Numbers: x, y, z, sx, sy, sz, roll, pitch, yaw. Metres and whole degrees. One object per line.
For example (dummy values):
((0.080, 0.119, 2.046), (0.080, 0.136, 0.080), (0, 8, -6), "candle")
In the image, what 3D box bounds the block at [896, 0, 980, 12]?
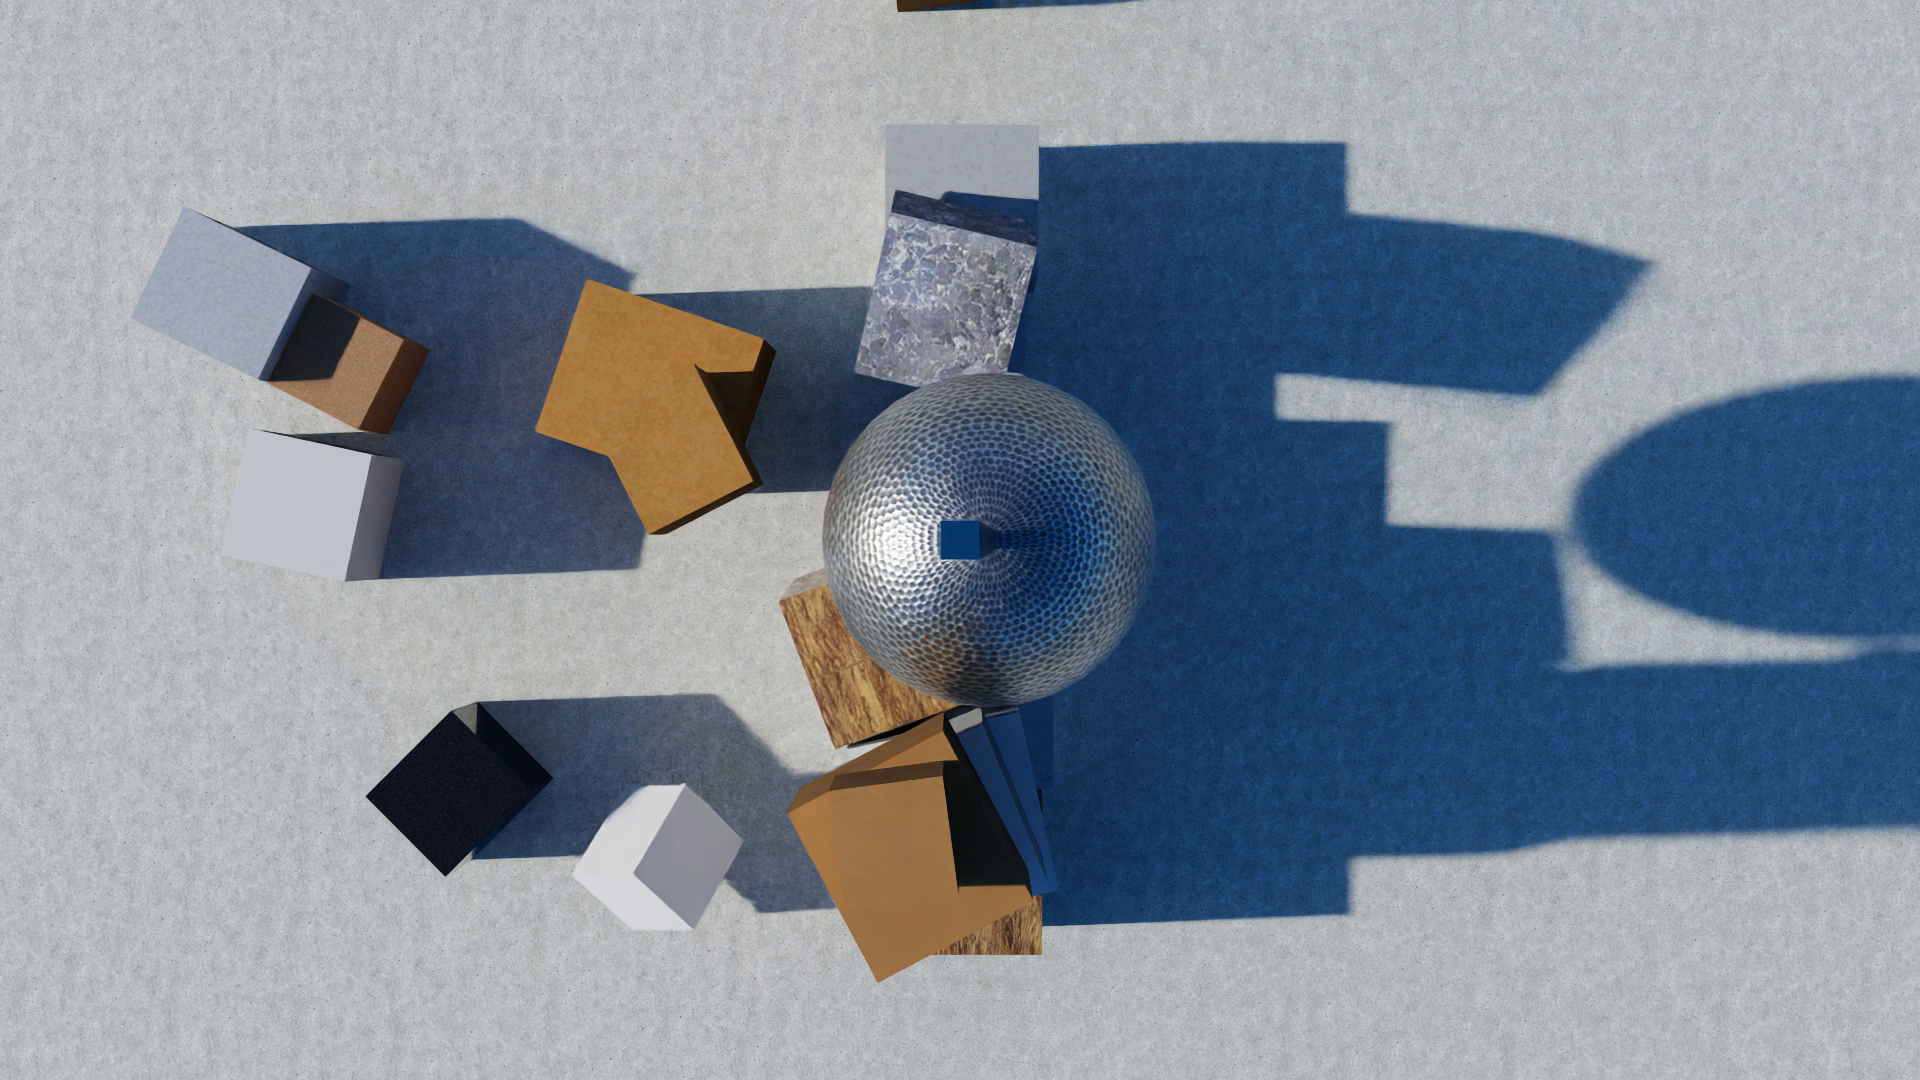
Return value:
((-0.105, -3.457, 12.697), (0.616, 0.605, 0.597), (-8, 90, 0), "block")

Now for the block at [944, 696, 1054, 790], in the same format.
((-0.017, 0.854, 12.551), (1.066, 0.898, 1.026), (0, 90, 0), "block")

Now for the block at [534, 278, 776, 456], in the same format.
((-1.720, -0.858, 12.588), (1.036, 0.823, 0.895), (19, 90, 0), "block")

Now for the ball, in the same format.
((0.137, 0.000, 10.512), (1.600, 1.600, 1.600), (0, 90, 0), "ball")

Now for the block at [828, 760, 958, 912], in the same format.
((-0.278, 1.264, 9.453), (0.482, 0.492, 0.511), (-8, 92, 0), "block")

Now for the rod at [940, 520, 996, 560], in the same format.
((0.059, 0.000, 7.112), (0.080, 5.200, 0.080), (0, 90, 1), "rod")

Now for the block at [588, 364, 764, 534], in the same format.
((-1.517, -0.478, 11.857), (0.617, 0.639, 0.695), (-27, 90, 0), "block")

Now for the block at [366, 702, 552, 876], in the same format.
((-2.871, 1.423, 12.668), (0.684, 0.664, 0.640), (-45, 90, 0), "block")

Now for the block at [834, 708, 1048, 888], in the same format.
((-0.109, 1.399, 10.891), (0.808, 0.815, 0.815), (-22, 92, 1), "block")

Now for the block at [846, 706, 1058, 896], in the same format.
((-0.038, 1.427, 11.702), (0.911, 0.804, 0.944), (-12, 92, 0), "block")

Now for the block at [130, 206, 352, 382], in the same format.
((-4.103, -1.371, 12.602), (0.788, 0.796, 0.689), (26, 90, 0), "block")

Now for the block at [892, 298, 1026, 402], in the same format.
((-0.009, -1.052, 12.643), (0.746, 0.713, 0.790), (0, 90, 0), "block")

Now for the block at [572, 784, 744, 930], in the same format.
((-1.715, 1.806, 12.512), (0.529, 0.565, 0.615), (49, 52, -29), "block")

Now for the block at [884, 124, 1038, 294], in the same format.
((0.010, -1.876, 12.561), (0.846, 0.878, 0.829), (0, 90, 0), "block")

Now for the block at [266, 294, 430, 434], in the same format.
((-3.515, -1.005, 12.687), (0.576, 0.626, 0.568), (27, 90, 0), "block")

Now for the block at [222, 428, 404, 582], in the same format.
((-3.704, -0.196, 12.638), (0.704, 0.725, 0.726), (12, 90, 0), "block")

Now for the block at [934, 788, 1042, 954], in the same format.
((-0.006, 1.829, 12.561), (0.917, 0.879, 0.916), (0, 90, 0), "block")

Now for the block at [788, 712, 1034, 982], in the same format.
((-0.219, 1.387, 10.093), (0.779, 0.780, 0.853), (-28, 92, 1), "block")

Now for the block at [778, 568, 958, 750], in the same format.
((-0.437, 0.524, 11.658), (0.724, 0.753, 0.825), (-20, 97, 4), "block")

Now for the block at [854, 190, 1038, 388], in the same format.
((-0.077, -1.306, 11.734), (0.771, 0.835, 0.857), (13, 107, -4), "block")
